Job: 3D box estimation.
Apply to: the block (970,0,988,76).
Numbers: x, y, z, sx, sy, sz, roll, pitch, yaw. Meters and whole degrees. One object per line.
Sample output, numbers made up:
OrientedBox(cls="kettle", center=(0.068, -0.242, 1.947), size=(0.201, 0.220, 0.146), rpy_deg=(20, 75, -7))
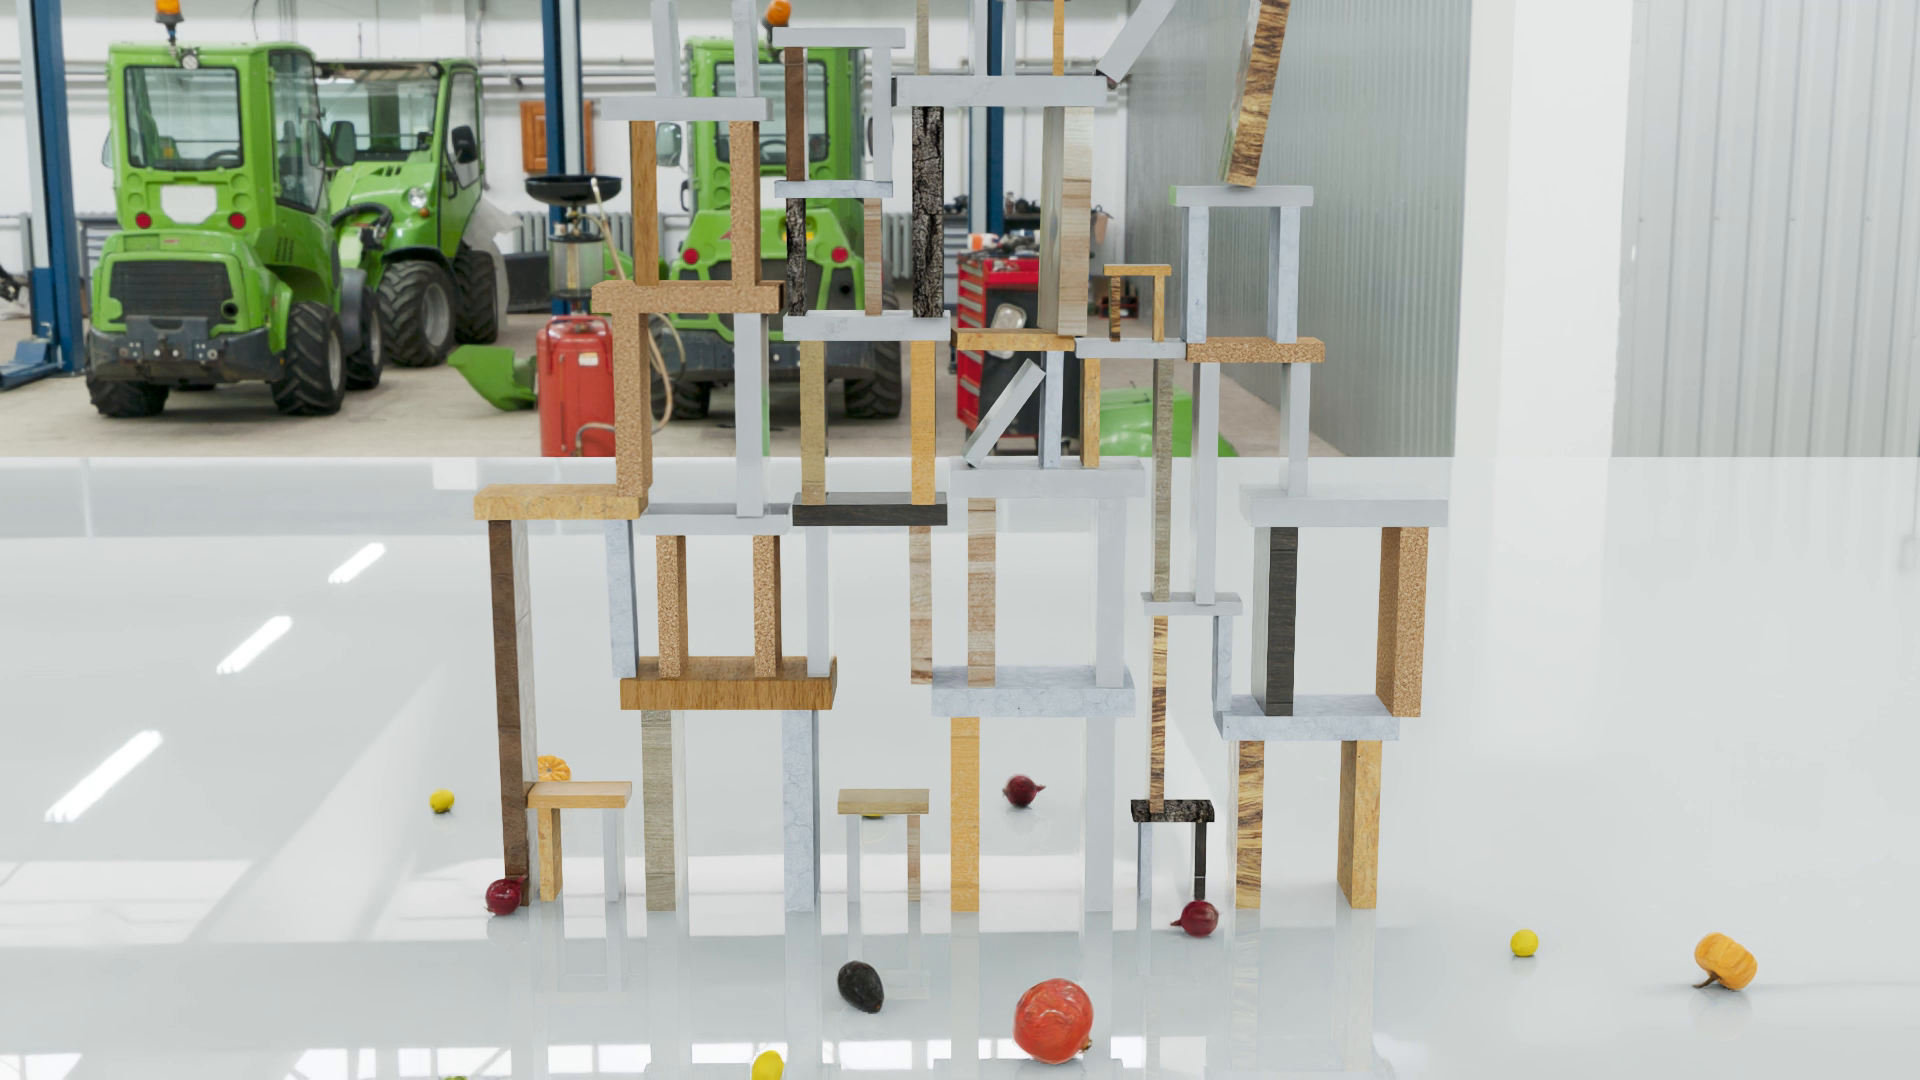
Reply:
OrientedBox(cls="block", center=(0.028, -0.786, 3.409), size=(0.019, 0.133, 0.067), rpy_deg=(-1, 11, -7))

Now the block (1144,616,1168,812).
OrientedBox(cls="block", center=(0.322, 0.277, 3.613), size=(0.022, 0.331, 0.079), rpy_deg=(0, 11, -1))

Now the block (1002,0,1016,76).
OrientedBox(cls="block", center=(0.076, -0.777, 3.409), size=(0.016, 0.115, 0.058), rpy_deg=(0, 11, -4))

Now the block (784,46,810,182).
OrientedBox(cls="block", center=(-0.255, -0.665, 3.436), size=(0.029, 0.203, 0.102), rpy_deg=(0, 11, 0))

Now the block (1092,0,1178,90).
OrientedBox(cls="block", center=(0.314, -0.842, 3.414), size=(0.043, 0.305, 0.153), rpy_deg=(35, 7, -3))

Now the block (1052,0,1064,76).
OrientedBox(cls="block", center=(0.153, -0.777, 3.408), size=(0.016, 0.115, 0.058), rpy_deg=(1, 11, 2))

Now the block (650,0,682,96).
OrientedBox(cls="block", center=(-0.457, -0.785, 3.420), size=(0.027, 0.190, 0.095), rpy_deg=(-2, 10, 2))

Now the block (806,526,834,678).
OrientedBox(cls="block", center=(-0.228, 0.088, 3.580), size=(0.035, 0.247, 0.123), rpy_deg=(0, 11, 0))

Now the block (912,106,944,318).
OrientedBox(cls="block", center=(-0.049, -0.519, 3.469), size=(0.046, 0.322, 0.161), rpy_deg=(0, 11, 1))

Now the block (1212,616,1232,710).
OrientedBox(cls="block", center=(0.429, 0.192, 3.598), size=(0.022, 0.158, 0.079), rpy_deg=(0, 11, 0))

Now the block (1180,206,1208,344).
OrientedBox(cls="block", center=(0.370, -0.423, 3.482), size=(0.030, 0.212, 0.106), rpy_deg=(0, 11, 0))

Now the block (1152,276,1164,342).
OrientedBox(cls="block", center=(0.315, -0.370, 3.499), size=(0.015, 0.104, 0.052), rpy_deg=(0, 11, 1))

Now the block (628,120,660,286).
OrientedBox(cls="block", center=(-0.498, -0.532, 3.465), size=(0.036, 0.253, 0.126), rpy_deg=(-2, 11, -10))

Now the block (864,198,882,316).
OrientedBox(cls="block", center=(-0.137, -0.450, 3.481), size=(0.026, 0.183, 0.091), rpy_deg=(0, 11, 0))

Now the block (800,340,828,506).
OrientedBox(cls="block", center=(-0.233, -0.196, 3.526), size=(0.037, 0.261, 0.130), rpy_deg=(0, 11, -1))

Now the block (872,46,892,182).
OrientedBox(cls="block", center=(-0.121, -0.665, 3.439), size=(0.029, 0.203, 0.102), rpy_deg=(0, 11, -1))

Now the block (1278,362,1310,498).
OrientedBox(cls="block", center=(0.536, -0.183, 3.525), size=(0.030, 0.214, 0.107), rpy_deg=(0, 11, 0))

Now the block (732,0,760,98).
OrientedBox(cls="block", center=(-0.333, -0.784, 3.414), size=(0.027, 0.190, 0.095), rpy_deg=(-2, 10, 2))

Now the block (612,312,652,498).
OrientedBox(cls="block", center=(-0.523, -0.223, 3.517), size=(0.041, 0.290, 0.145), rpy_deg=(0, 10, -2))

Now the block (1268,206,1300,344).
OrientedBox(cls="block", center=(0.512, -0.423, 3.482), size=(0.030, 0.212, 0.106), rpy_deg=(0, 11, -1))

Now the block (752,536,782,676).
OrientedBox(cls="block", center=(-0.313, 0.096, 3.579), size=(0.033, 0.232, 0.116), rpy_deg=(0, 11, 1))

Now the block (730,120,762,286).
OrientedBox(cls="block", center=(-0.337, -0.531, 3.461), size=(0.036, 0.253, 0.126), rpy_deg=(0, 11, 0))

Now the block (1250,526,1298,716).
OrientedBox(cls="block", center=(0.512, 0.117, 3.586), size=(0.044, 0.311, 0.155), rpy_deg=(0, 11, -1))

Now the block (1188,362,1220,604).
OrientedBox(cls="block", center=(0.392, -0.097, 3.540), size=(0.030, 0.388, 0.107), rpy_deg=(0, 11, 0))

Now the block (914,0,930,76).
OrientedBox(cls="block", center=(-0.060, -0.785, 3.405), size=(0.019, 0.133, 0.067), rpy_deg=(-1, 11, -5))

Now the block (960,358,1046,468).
OrientedBox(cls="block", center=(0.068, -0.204, 3.520), size=(0.026, 0.185, 0.093), rpy_deg=(35, 7, -9))

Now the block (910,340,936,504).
OrientedBox(cls="block", center=(-0.058, -0.196, 3.529), size=(0.037, 0.261, 0.130), rpy_deg=(0, 11, 0))

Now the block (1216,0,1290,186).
OrientedBox(cls="block", center=(0.472, -0.789, 3.411), size=(0.043, 0.473, 0.153), rpy_deg=(10, 10, -1))

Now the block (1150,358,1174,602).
OrientedBox(cls="block", center=(0.325, -0.101, 3.545), size=(0.024, 0.393, 0.086), rpy_deg=(0, 11, 0))

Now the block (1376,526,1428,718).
OrientedBox(cls="block", center=(0.719, 0.118, 3.582), size=(0.044, 0.311, 0.155), rpy_deg=(0, 11, 0))

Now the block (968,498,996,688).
OrientedBox(cls="block", center=(0.034, 0.071, 3.576), size=(0.044, 0.309, 0.154), rpy_deg=(0, 11, 0))

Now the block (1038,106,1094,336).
OrientedBox(cls="block", center=(0.166, -0.507, 3.484), size=(0.046, 0.351, 0.161), rpy_deg=(0, 11, -10))

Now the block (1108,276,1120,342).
OrientedBox(cls="block", center=(0.246, -0.370, 3.500), size=(0.015, 0.104, 0.052), rpy_deg=(-1, 11, 0))

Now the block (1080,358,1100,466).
OrientedBox(cls="block", center=(0.208, -0.209, 3.526), size=(0.024, 0.173, 0.086), rpy_deg=(0, 11, -2))

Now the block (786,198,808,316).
OrientedBox(cls="block", center=(-0.258, -0.450, 3.481), size=(0.026, 0.183, 0.091), rpy_deg=(0, 11, -1))

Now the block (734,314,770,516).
OrientedBox(cls="block", center=(-0.332, -0.209, 3.524), size=(0.041, 0.321, 0.145), rpy_deg=(0, 11, 0))

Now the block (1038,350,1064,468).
OrientedBox(cls="block", center=(0.145, -0.215, 3.520), size=(0.026, 0.185, 0.093), rpy_deg=(1, 10, -4))

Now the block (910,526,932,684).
OrientedBox(cls="block", center=(-0.063, 0.094, 3.584), size=(0.035, 0.260, 0.123), rpy_deg=(0, 11, 0))

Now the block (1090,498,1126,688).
OrientedBox(cls="block", center=(0.240, 0.071, 3.578), size=(0.044, 0.309, 0.154), rpy_deg=(0, 11, -1))
